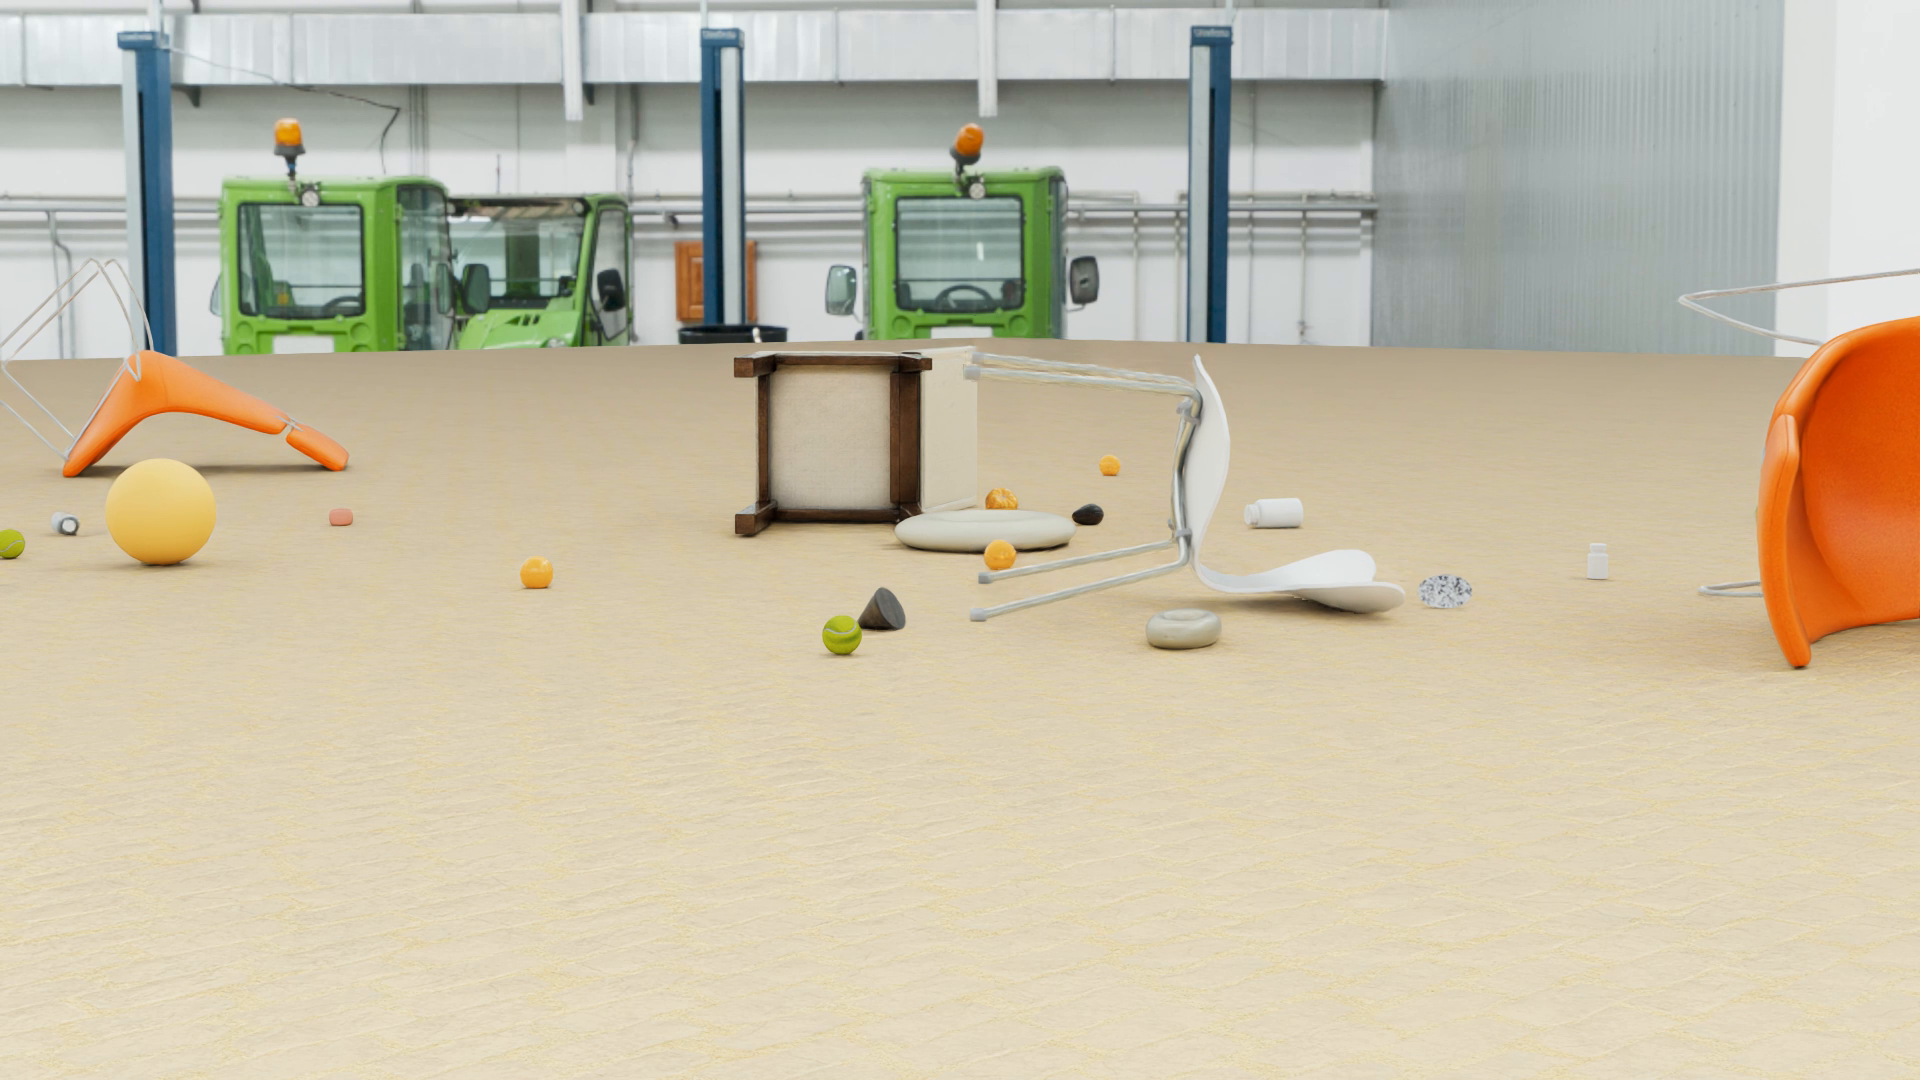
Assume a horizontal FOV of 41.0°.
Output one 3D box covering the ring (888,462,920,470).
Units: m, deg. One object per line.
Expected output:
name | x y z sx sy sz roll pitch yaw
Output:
ring | -0.191 -0.252 8.756 0.116 0.021 0.105 3 7 34

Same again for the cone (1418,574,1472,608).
cone | 0.964 0.116 5.130 0.111 0.078 0.054 -6 -30 -7

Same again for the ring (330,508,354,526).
ring | -1.640 -0.060 6.799 0.062 0.042 0.067 -5 10 -30

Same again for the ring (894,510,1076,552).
ring | 0.063 -0.023 6.283 0.451 0.073 0.417 -3 7 -21

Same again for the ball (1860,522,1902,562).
ball | 2.125 0.005 5.917 0.092 0.092 0.092 0 6 0

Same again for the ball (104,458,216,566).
ball | -1.823 -0.065 5.852 0.244 0.244 0.244 0 6 0

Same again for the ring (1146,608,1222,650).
ring | 0.403 0.159 4.614 0.131 0.052 0.226 3 7 18
